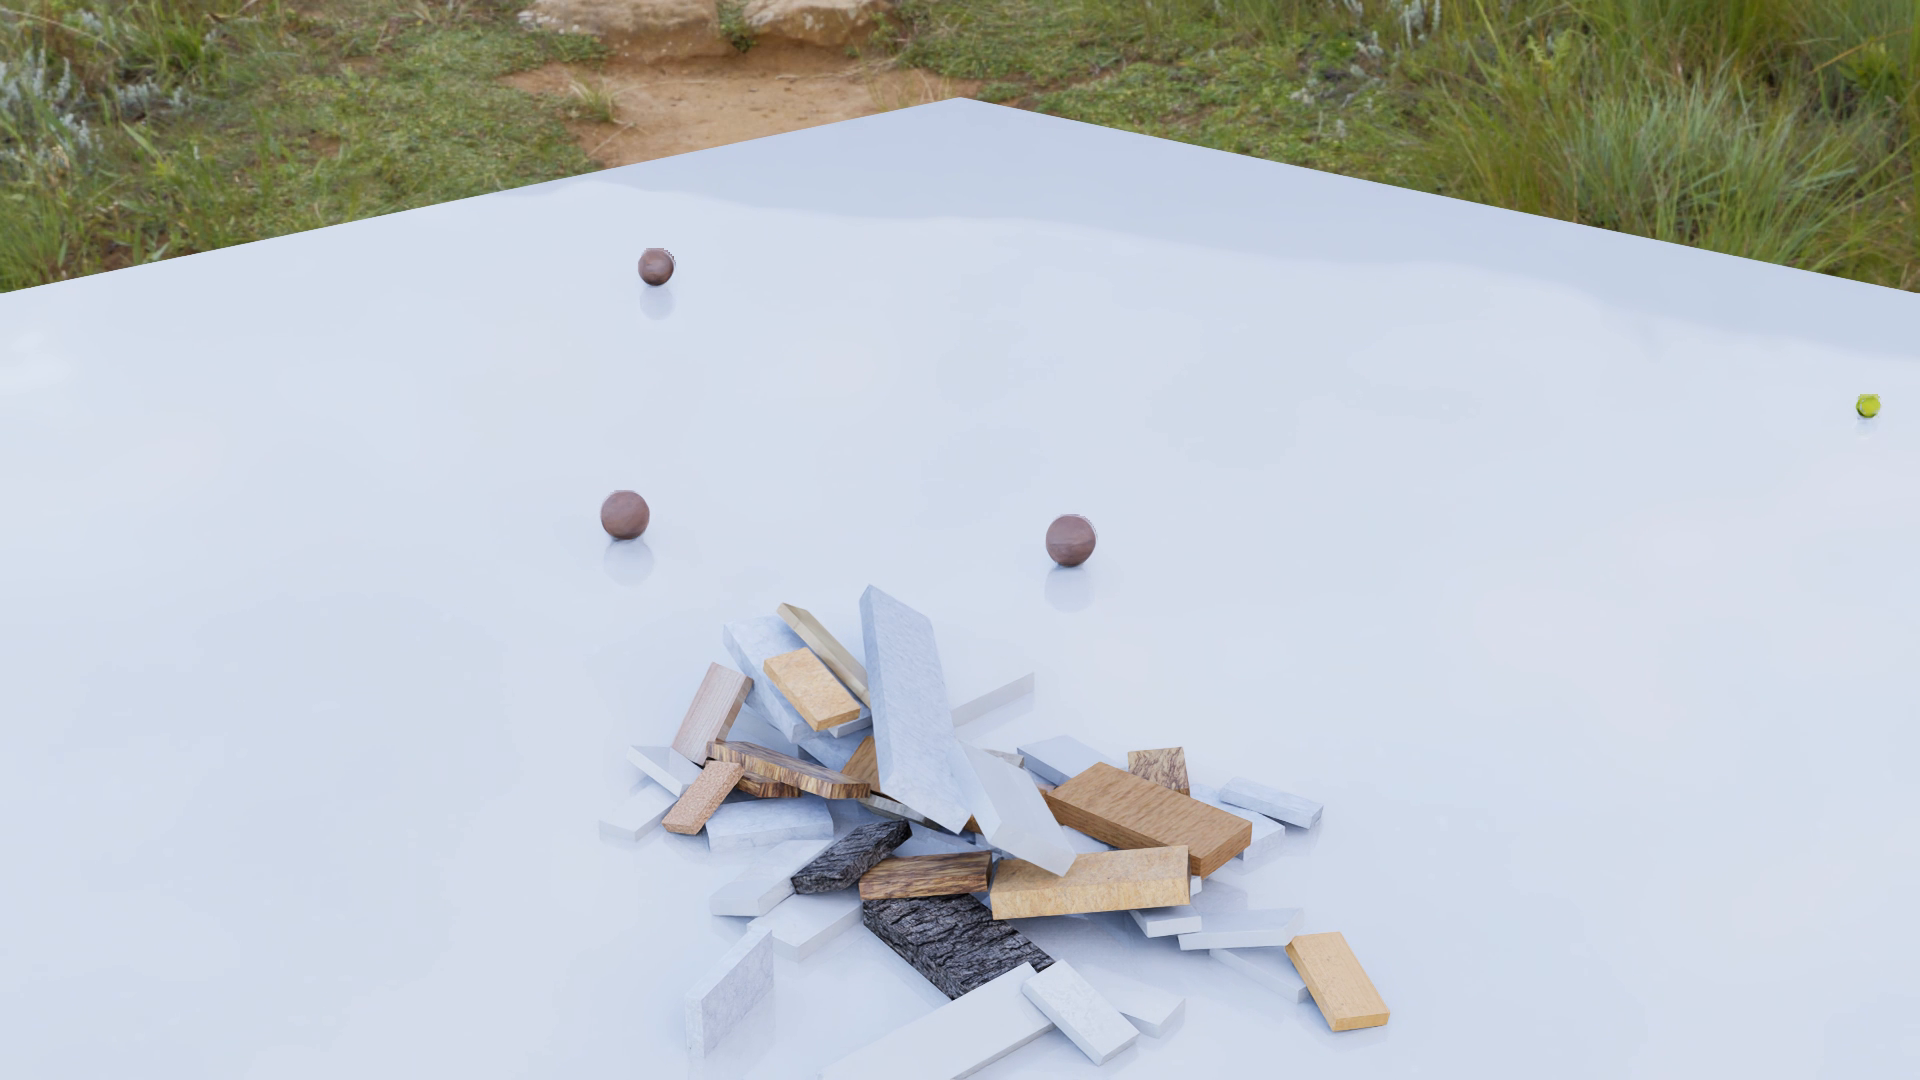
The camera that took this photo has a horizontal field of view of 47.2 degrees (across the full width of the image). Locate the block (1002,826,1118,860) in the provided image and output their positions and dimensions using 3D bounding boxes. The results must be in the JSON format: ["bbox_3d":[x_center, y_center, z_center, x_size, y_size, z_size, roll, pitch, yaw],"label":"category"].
[{"bbox_3d":[0.192,0.601,4.245,0.202,0.029,0.101,-12,35,-29],"label":"block"}]

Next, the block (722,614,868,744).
[{"bbox_3d":[-0.353,0.287,4.693,0.179,0.051,0.357,-10,39,-29],"label":"block"}]

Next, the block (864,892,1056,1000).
[{"bbox_3d":[-0.005,0.728,3.979,0.178,0.050,0.356,-15,27,-31],"label":"block"}]

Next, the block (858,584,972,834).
[{"bbox_3d":[-0.108,0.323,4.604,0.169,0.048,1.184,31,11,-12],"label":"block"}]

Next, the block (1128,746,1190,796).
[{"bbox_3d":[0.407,0.487,4.515,0.117,0.033,0.234,-6,15,4],"label":"block"}]

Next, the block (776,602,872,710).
[{"bbox_3d":[-0.244,0.266,4.655,0.414,0.025,0.087,42,13,37],"label":"block"}]

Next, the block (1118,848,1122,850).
[{"bbox_3d":[0.376,0.600,4.310,0.101,0.029,0.202,-19,30,-38],"label":"block"}]

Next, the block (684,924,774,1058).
[{"bbox_3d":[-0.395,0.775,3.783,0.034,0.118,0.237,10,25,23],"label":"block"}]

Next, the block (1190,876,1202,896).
[{"bbox_3d":[0.343,0.646,4.126,0.198,0.028,0.099,2,10,41],"label":"block"}]

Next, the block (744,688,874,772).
[{"bbox_3d":[-0.281,0.378,4.672,0.357,0.051,0.179,34,40,30],"label":"block"}]

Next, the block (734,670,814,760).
[{"bbox_3d":[-0.393,0.373,4.817,0.179,0.051,0.357,-19,29,-37],"label":"block"}]

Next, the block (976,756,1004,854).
[{"bbox_3d":[0.063,0.530,4.368,0.077,0.022,0.229,-12,42,4],"label":"block"}]

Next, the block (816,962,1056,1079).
[{"bbox_3d":[-0.024,0.844,3.666,0.464,0.033,0.117,-19,56,-38],"label":"block"}]

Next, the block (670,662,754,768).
[{"bbox_3d":[-0.527,0.371,4.660,0.105,0.210,0.030,18,-13,36],"label":"block"}]

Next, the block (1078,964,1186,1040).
[{"bbox_3d":[0.282,0.802,3.834,0.198,0.028,0.099,14,27,29],"label":"block"}]

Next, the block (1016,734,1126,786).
[{"bbox_3d":[0.231,0.466,4.571,0.121,0.034,0.241,-12,17,-26],"label":"block"}]

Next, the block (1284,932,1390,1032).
[{"bbox_3d":[0.659,0.770,3.849,0.103,0.029,0.206,-2,33,-18],"label":"block"}]

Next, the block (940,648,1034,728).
[{"bbox_3d":[-0.011,0.341,4.896,0.169,0.048,0.337,21,31,40],"label":"block"}]

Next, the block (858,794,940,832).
[{"bbox_3d":[-0.122,0.544,4.388,0.154,0.077,0.022,14,71,30],"label":"block"}]

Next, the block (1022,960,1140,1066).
[{"bbox_3d":[0.205,0.804,3.750,0.095,0.027,0.190,-22,51,-41],"label":"block"}]

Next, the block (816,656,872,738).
[{"bbox_3d":[-0.275,0.324,4.586,0.104,0.030,0.209,-18,46,-36],"label":"block"}]

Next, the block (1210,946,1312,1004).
[{"bbox_3d":[0.559,0.756,3.942,0.103,0.029,0.206,-19,30,-38],"label":"block"}]

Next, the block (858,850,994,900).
[{"bbox_3d":[-0.062,0.625,4.103,0.237,0.034,0.118,-5,13,8],"label":"block"}]

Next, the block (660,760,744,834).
[{"bbox_3d":[-0.514,0.515,4.404,0.087,0.025,0.175,-1,40,42],"label":"block"}]

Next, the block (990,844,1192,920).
[{"bbox_3d":[0.244,0.629,4.048,0.356,0.050,0.178,-6,10,8],"label":"block"}]

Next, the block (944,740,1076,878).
[{"bbox_3d":[0.092,0.500,4.131,0.169,0.048,0.338,27,12,-23],"label":"block"}]

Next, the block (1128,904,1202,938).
[{"bbox_3d":[0.371,0.682,4.042,0.099,0.028,0.198,-6,7,-7],"label":"block"}]

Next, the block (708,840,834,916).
[{"bbox_3d":[-0.353,0.639,4.166,0.123,0.035,0.246,-6,16,35],"label":"block"}]

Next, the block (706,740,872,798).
[{"bbox_3d":[-0.355,0.467,4.484,0.104,0.030,0.407,5,5,-44],"label":"block"}]

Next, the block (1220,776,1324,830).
[{"bbox_3d":[0.628,0.528,4.430,0.190,0.027,0.095,16,14,21],"label":"block"}]

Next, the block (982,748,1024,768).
[{"bbox_3d":[0.057,0.501,4.489,0.092,0.026,0.184,9,39,20],"label":"block"}]

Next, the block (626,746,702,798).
[{"bbox_3d":[-0.590,0.479,4.547,0.105,0.030,0.210,8,13,-42],"label":"block"}]

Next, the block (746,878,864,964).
[{"bbox_3d":[-0.266,0.695,4.079,0.123,0.035,0.246,17,28,34],"label":"block"}]

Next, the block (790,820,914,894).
[{"bbox_3d":[-0.203,0.599,4.166,0.118,0.034,0.237,-12,11,35],"label":"block"}]

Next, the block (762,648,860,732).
[{"bbox_3d":[-0.307,0.308,4.547,0.105,0.030,0.210,-15,44,-34],"label":"block"}]

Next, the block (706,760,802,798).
[{"bbox_3d":[-0.422,0.487,4.488,0.104,0.030,0.209,5,4,-38],"label":"block"}]

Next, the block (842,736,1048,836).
[{"bbox_3d":[-0.037,0.499,4.392,0.431,0.034,0.121,14,51,30],"label":"block"}]

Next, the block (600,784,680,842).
[{"bbox_3d":[-0.637,0.549,4.435,0.087,0.025,0.175,12,26,27],"label":"block"}]

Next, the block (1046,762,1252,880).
[{"bbox_3d":[0.365,0.543,4.271,0.363,0.050,0.178,19,29,35],"label":"block"}]

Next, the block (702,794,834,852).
[{"bbox_3d":[-0.386,0.563,4.389,0.247,0.035,0.123,-6,24,-13],"label":"block"}]

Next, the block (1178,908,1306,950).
[{"bbox_3d":[0.507,0.700,3.960,0.206,0.029,0.103,-9,10,29],"label":"block"}]

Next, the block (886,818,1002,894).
[{"bbox_3d":[-0.052,0.616,4.266,0.241,0.034,0.121,16,28,33],"label":"block"}]

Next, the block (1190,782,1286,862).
[{"bbox_3d":[0.522,0.561,4.396,0.117,0.033,0.234,-18,29,-36],"label":"block"}]

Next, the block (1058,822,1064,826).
[{"bbox_3d":[0.252,0.553,4.421,0.101,0.029,0.202,13,26,28],"label":"block"}]

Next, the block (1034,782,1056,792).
[{"bbox_3d":[0.133,0.538,4.464,0.077,0.022,0.154,8,24,19],"label":"block"}]
